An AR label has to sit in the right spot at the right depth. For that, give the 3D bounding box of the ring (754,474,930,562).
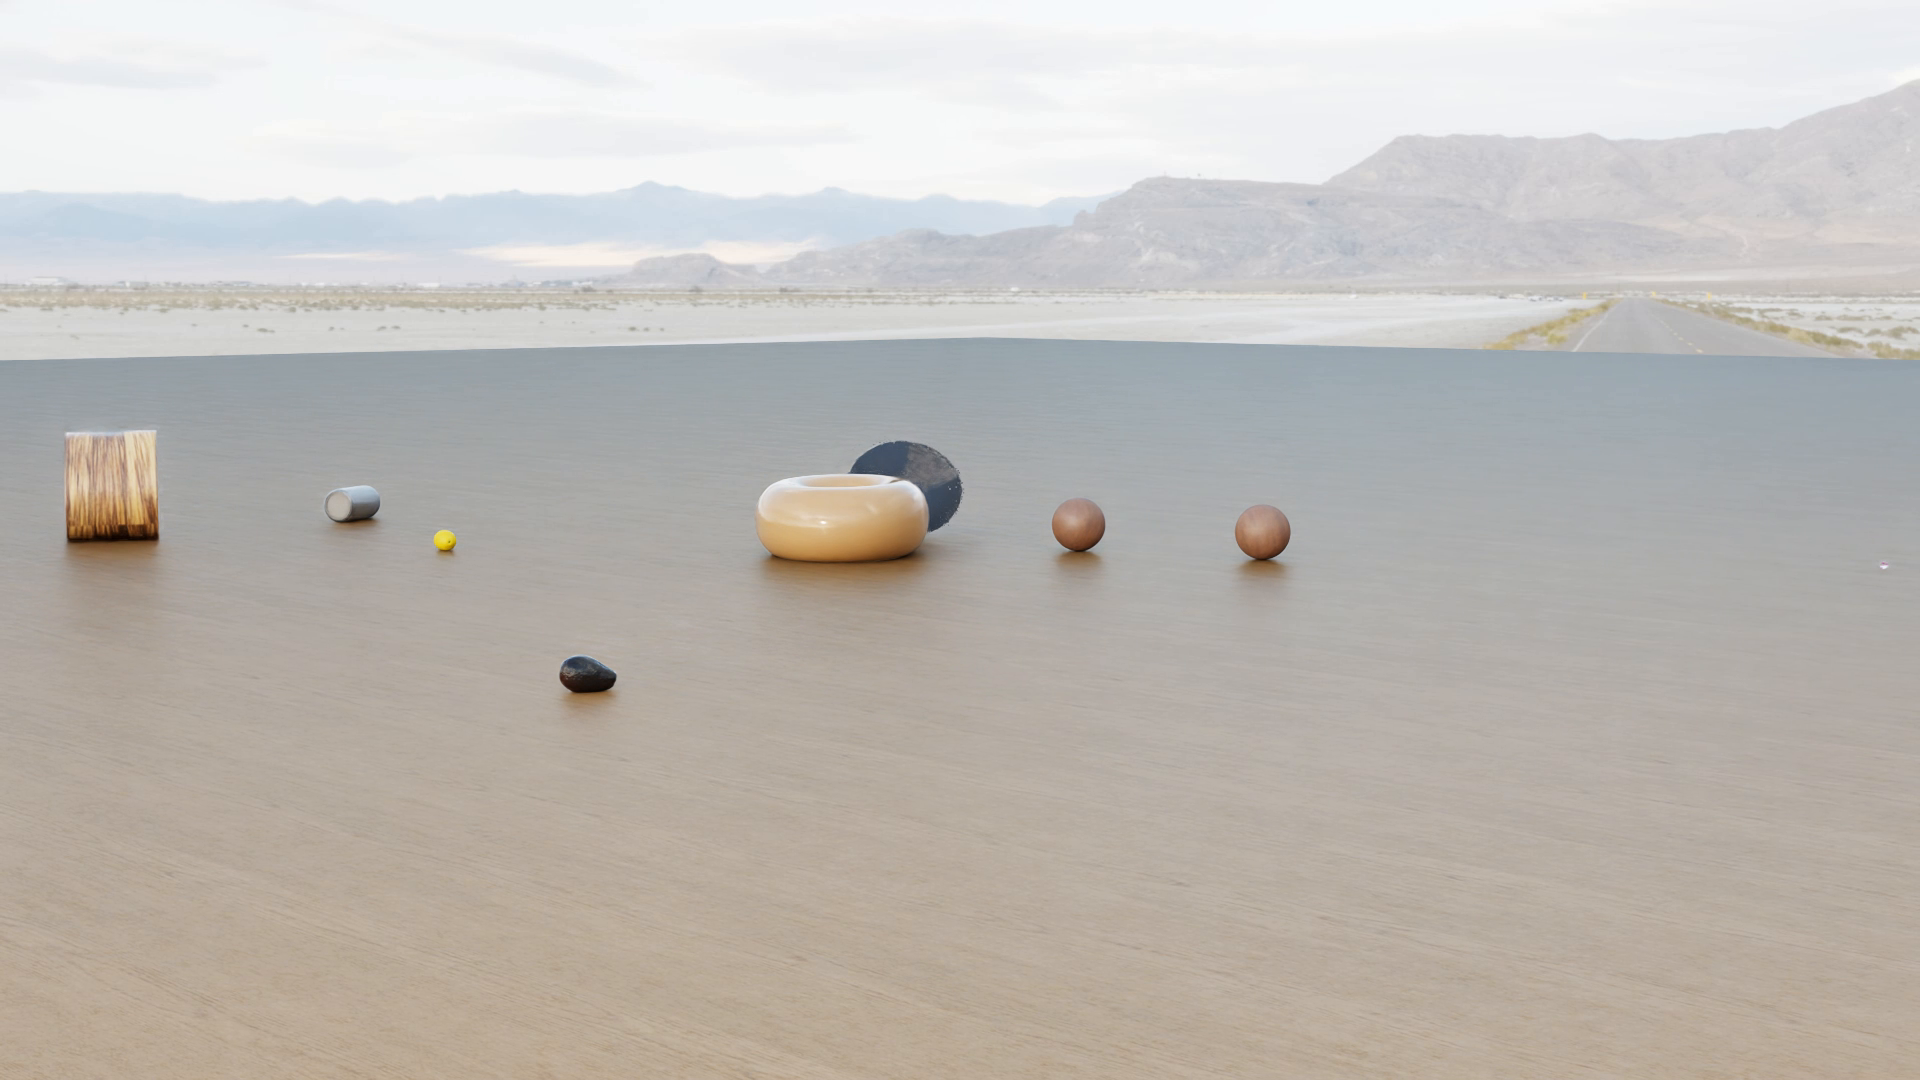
[{"bbox_3d":[-0.279,-0.053,6.083,0.414,0.177,0.474,-1,7,-4],"label":"ring"}]

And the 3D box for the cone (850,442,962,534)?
[{"bbox_3d":[-0.175,-0.083,6.641,0.312,0.267,0.234,-16,-19,-25],"label":"cone"}]

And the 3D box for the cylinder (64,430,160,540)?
[{"bbox_3d":[-2.137,-0.139,6.471,0.217,0.233,0.324,-2,40,-17],"label":"cylinder"}]
